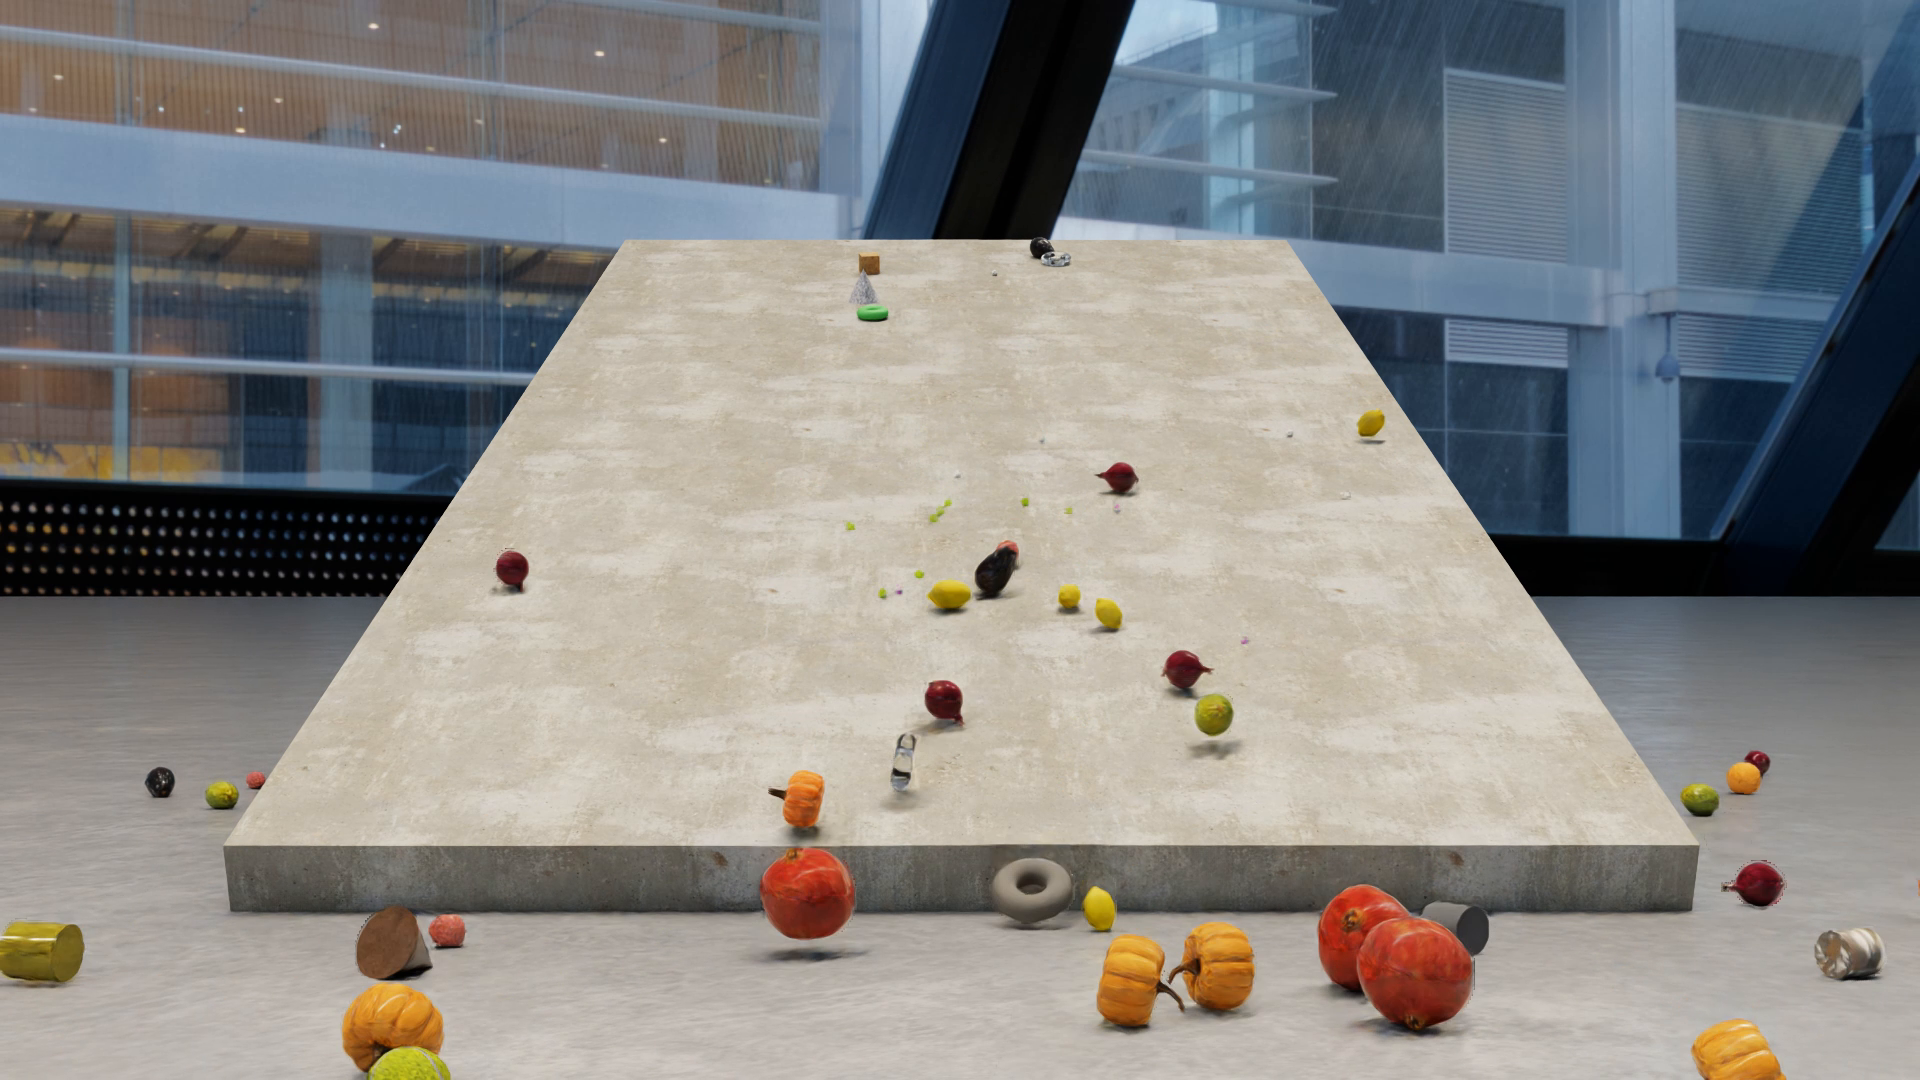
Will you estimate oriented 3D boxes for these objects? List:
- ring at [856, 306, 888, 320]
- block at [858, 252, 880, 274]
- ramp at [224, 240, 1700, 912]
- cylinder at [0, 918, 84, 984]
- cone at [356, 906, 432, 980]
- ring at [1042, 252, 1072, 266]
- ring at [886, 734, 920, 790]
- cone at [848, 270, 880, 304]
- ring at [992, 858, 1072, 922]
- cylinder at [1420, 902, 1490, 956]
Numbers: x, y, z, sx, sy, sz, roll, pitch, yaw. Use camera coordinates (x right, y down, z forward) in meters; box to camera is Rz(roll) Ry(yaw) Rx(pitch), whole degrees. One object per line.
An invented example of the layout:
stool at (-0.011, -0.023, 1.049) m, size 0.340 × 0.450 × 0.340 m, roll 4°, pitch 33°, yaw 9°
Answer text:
ring at (-0.228, -0.592, 5.884) m, size 0.083 × 0.028 × 0.083 m, roll -1°, pitch 20°, yaw 0°
block at (-0.257, -0.784, 6.394) m, size 0.052 × 0.052 × 0.052 m, roll -3°, pitch 20°, yaw -10°
ramp at (-0.004, -0.201, 4.959) m, size 2.000 × 0.100 × 4.000 m, roll 0°, pitch 19°, yaw 0°
cylinder at (-1.026, 0.460, 2.521) m, size 0.064 × 0.064 × 0.064 m, roll -12°, pitch -4°, yaw 15°
cone at (-0.633, 0.478, 2.598) m, size 0.086 × 0.086 × 0.086 m, roll -1°, pitch -28°, yaw 29°
ring at (0.277, -0.812, 6.511) m, size 0.088 × 0.029 × 0.088 m, roll -1°, pitch 20°, yaw 0°
ring at (-0.080, 0.313, 3.182) m, size 0.028 × 0.083 × 0.083 m, roll 23°, pitch 2°, yaw 7°
cone at (-0.259, -0.685, 6.058) m, size 0.088 × 0.088 × 0.088 m, roll 0°, pitch 19°, yaw 0°
ring at (0.095, 0.459, 2.961) m, size 0.107 × 0.036 × 0.107 m, roll -3°, pitch 33°, yaw 2°
cylinder at (0.599, 0.471, 2.734) m, size 0.059 × 0.059 × 0.059 m, roll 1°, pitch -2°, yaw -36°
